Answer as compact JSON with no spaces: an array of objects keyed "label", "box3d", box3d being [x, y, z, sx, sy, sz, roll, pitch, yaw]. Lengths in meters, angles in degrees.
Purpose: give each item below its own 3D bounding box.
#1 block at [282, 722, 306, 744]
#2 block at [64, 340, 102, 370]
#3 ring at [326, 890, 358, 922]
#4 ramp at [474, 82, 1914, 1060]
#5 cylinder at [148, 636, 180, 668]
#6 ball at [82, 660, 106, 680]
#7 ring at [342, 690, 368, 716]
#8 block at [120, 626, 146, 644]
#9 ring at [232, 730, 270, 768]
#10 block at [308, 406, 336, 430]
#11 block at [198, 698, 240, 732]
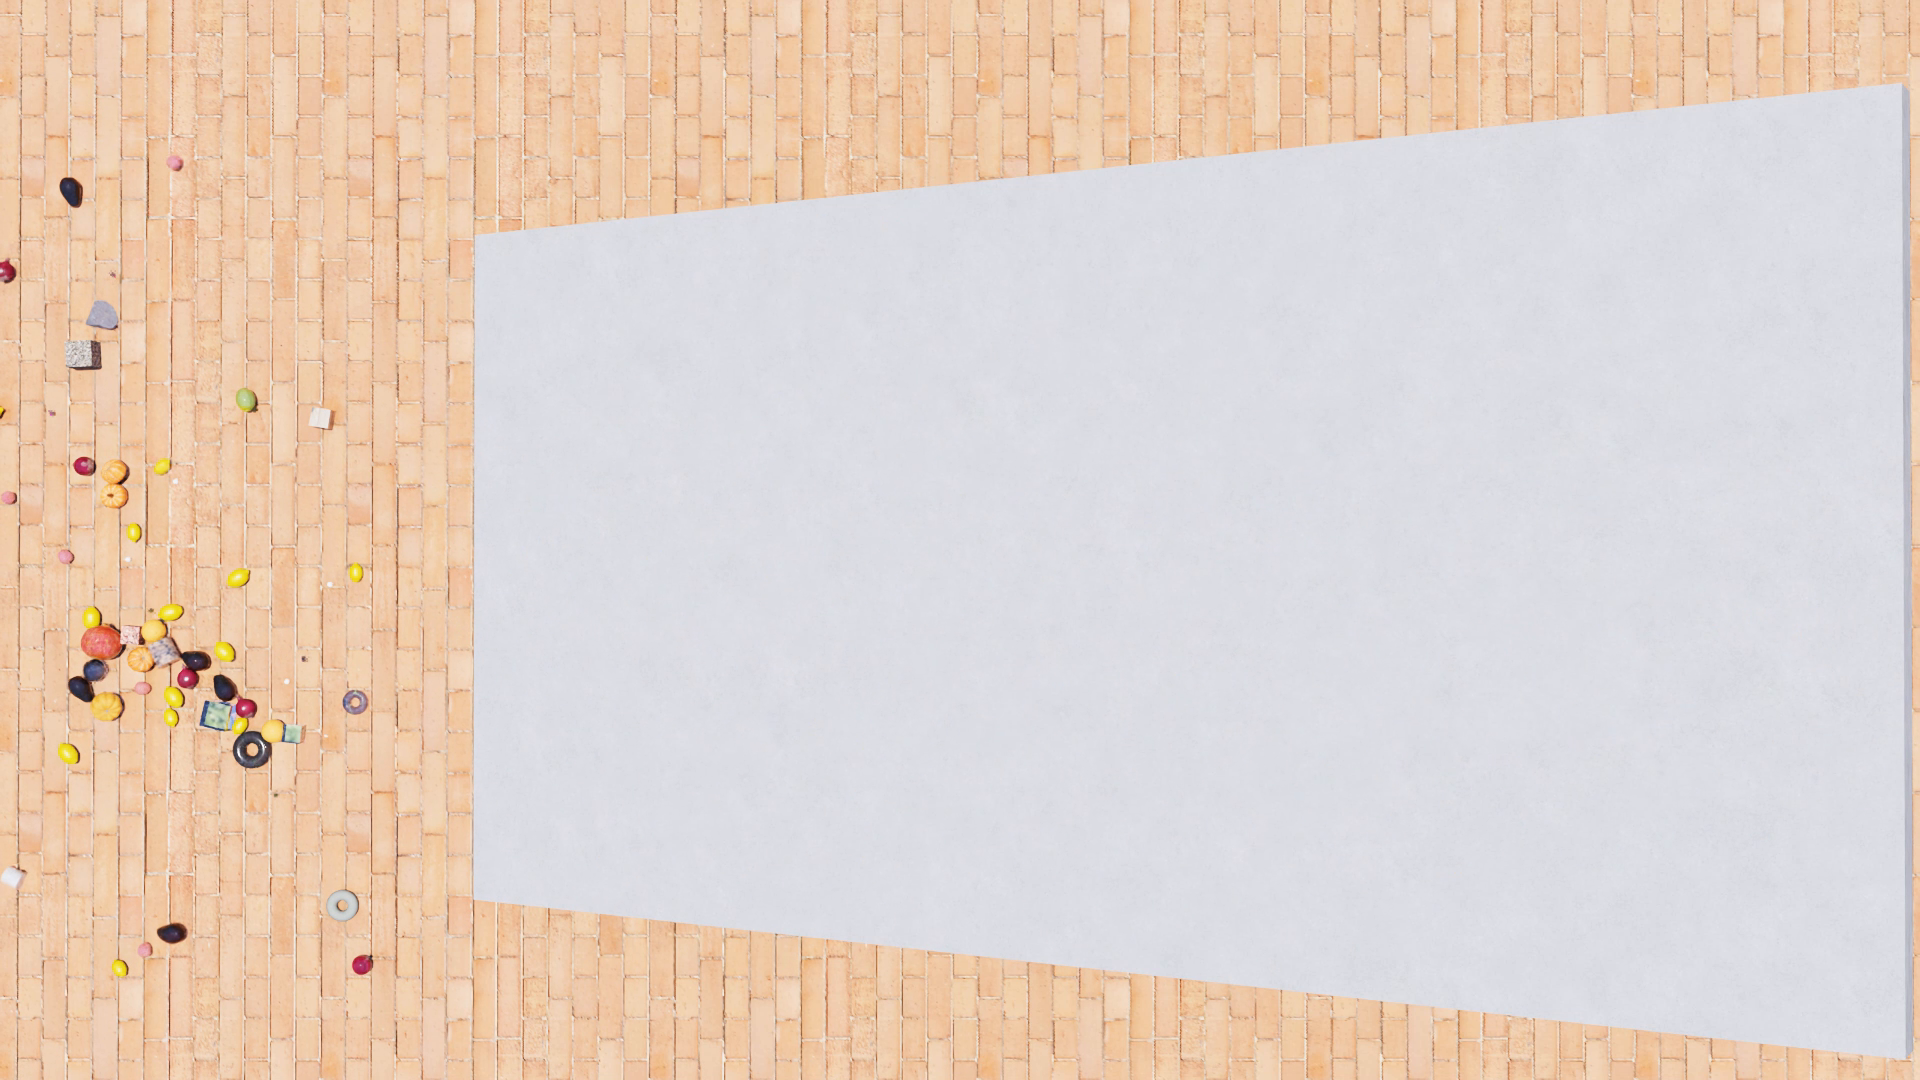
[{"label":"block","box3d":[-2.020,0.587,6.672,0.055,0.055,0.055,6,89,0]},{"label":"block","box3d":[-2.659,-0.562,6.670,0.079,0.079,0.079,-3,89,0]},{"label":"ring","box3d":[-1.876,1.110,6.679,0.097,0.032,0.097,0,90,-1]},{"label":"ramp","box3d":[0.262,0.072,5.603,4.000,0.100,2.000,0,89,32]},{"label":"cylinder","box3d":[-2.412,0.342,6.665,0.073,0.073,0.073,-28,90,0]},{"label":"ball","box3d":[-2.625,0.394,6.668,0.066,0.066,0.066,0,89,0]},{"label":"ring","box3d":[-1.839,0.493,6.687,0.078,0.026,0.078,0,90,-1]},{"label":"block","box3d":[-2.509,0.288,6.675,0.054,0.054,0.054,4,89,0]},{"label":"ring","box3d":[-2.151,0.637,6.680,0.116,0.039,0.116,0,89,-1]},{"label":"block","box3d":[-1.936,-0.370,6.679,0.057,0.057,0.057,9,89,0]},{"label":"block","box3d":[-2.244,0.530,6.660,0.079,0.079,0.079,13,89,0]}]
